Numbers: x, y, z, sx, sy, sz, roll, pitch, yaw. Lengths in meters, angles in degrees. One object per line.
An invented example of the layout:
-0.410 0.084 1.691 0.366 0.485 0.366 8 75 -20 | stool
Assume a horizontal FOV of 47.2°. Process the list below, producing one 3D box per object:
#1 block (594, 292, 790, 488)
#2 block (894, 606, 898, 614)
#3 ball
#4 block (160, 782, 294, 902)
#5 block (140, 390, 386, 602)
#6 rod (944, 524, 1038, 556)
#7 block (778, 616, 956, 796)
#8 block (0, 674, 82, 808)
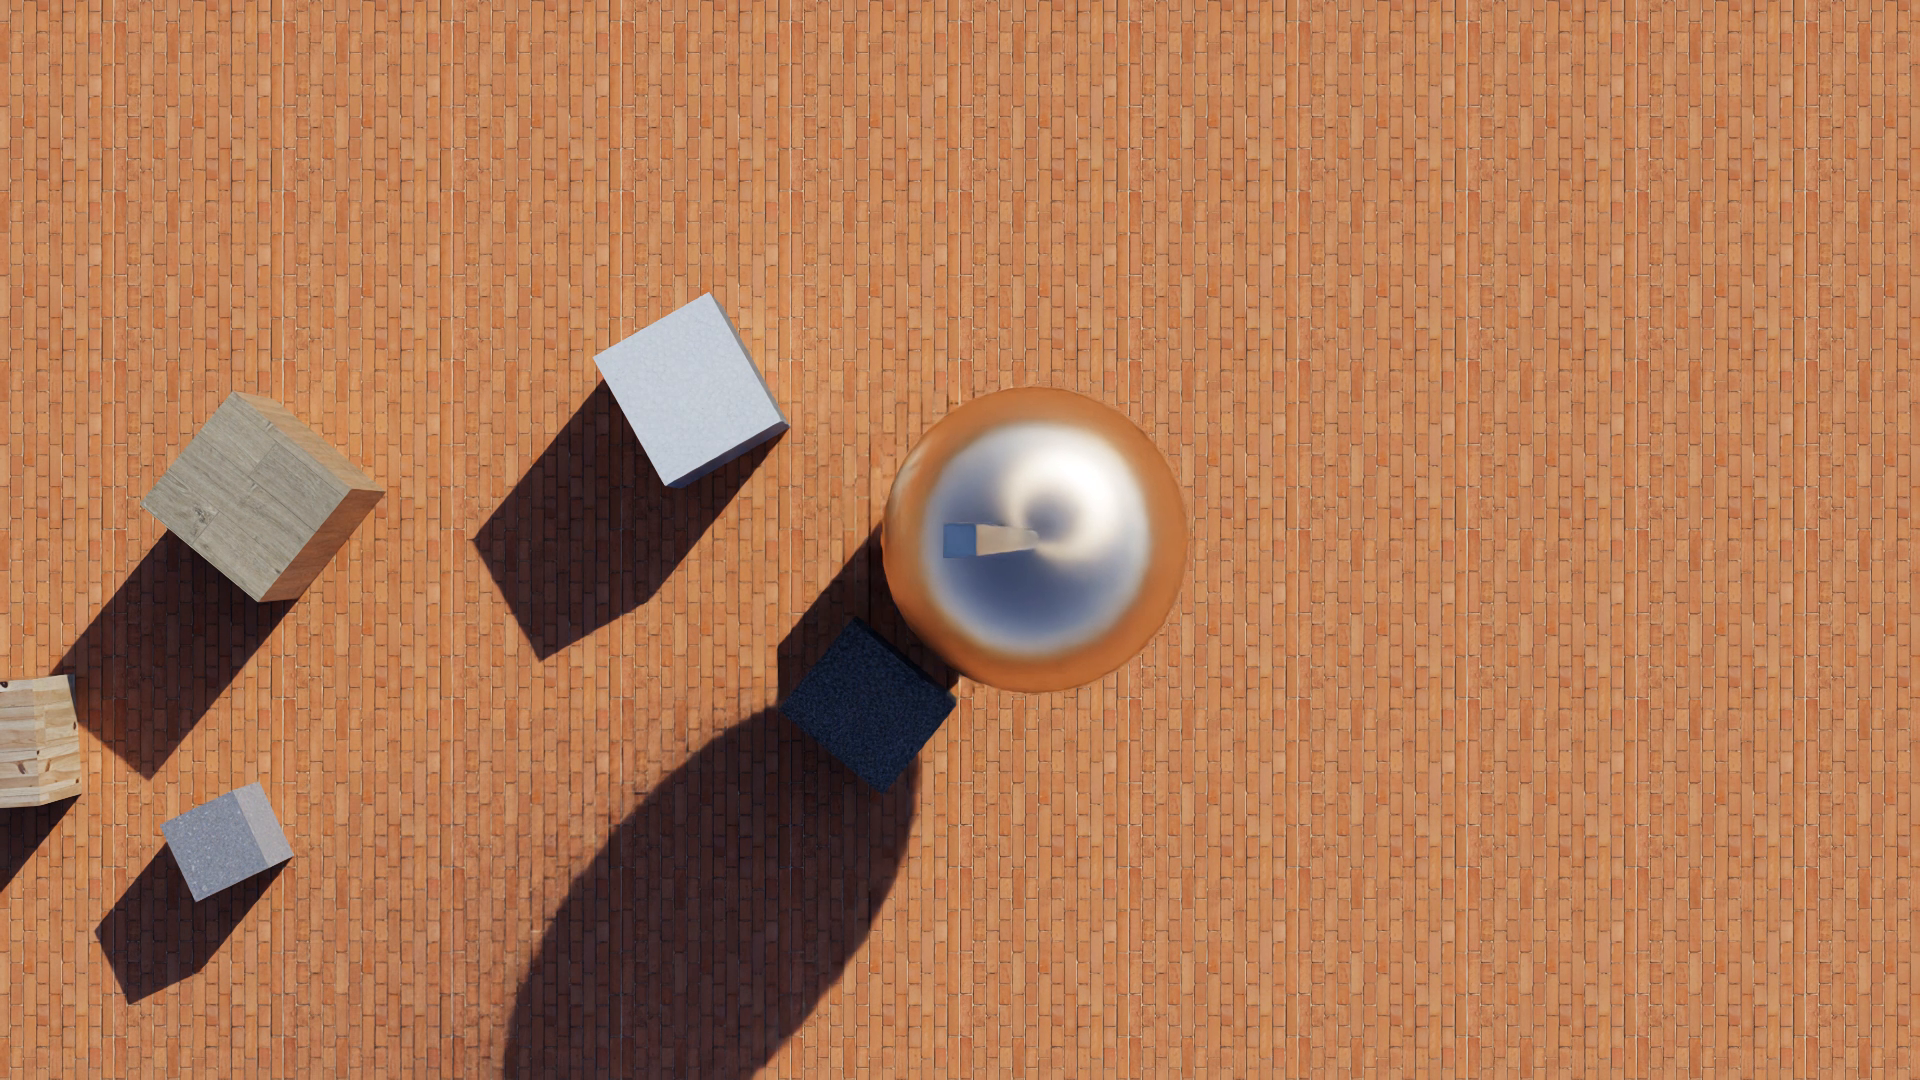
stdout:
-1.527 -0.845 12.647 0.746 0.706 0.825 -29 90 0 | block
-0.020 0.090 12.707 0.723 0.585 0.623 -2 90 0 | block
0.386 0.000 11.432 1.600 1.600 1.600 0 90 0 | ball
-4.248 1.744 12.763 0.461 0.475 0.487 -25 90 0 | block
-3.981 -0.243 12.626 0.859 0.748 0.821 40 90 0 | block
0.167 0.000 8.039 0.080 5.200 0.080 0 90 4 | rod
-0.520 0.941 12.666 0.760 0.667 0.653 39 90 0 | block
-5.495 1.161 12.704 0.567 0.592 0.712 -4 90 0 | block
